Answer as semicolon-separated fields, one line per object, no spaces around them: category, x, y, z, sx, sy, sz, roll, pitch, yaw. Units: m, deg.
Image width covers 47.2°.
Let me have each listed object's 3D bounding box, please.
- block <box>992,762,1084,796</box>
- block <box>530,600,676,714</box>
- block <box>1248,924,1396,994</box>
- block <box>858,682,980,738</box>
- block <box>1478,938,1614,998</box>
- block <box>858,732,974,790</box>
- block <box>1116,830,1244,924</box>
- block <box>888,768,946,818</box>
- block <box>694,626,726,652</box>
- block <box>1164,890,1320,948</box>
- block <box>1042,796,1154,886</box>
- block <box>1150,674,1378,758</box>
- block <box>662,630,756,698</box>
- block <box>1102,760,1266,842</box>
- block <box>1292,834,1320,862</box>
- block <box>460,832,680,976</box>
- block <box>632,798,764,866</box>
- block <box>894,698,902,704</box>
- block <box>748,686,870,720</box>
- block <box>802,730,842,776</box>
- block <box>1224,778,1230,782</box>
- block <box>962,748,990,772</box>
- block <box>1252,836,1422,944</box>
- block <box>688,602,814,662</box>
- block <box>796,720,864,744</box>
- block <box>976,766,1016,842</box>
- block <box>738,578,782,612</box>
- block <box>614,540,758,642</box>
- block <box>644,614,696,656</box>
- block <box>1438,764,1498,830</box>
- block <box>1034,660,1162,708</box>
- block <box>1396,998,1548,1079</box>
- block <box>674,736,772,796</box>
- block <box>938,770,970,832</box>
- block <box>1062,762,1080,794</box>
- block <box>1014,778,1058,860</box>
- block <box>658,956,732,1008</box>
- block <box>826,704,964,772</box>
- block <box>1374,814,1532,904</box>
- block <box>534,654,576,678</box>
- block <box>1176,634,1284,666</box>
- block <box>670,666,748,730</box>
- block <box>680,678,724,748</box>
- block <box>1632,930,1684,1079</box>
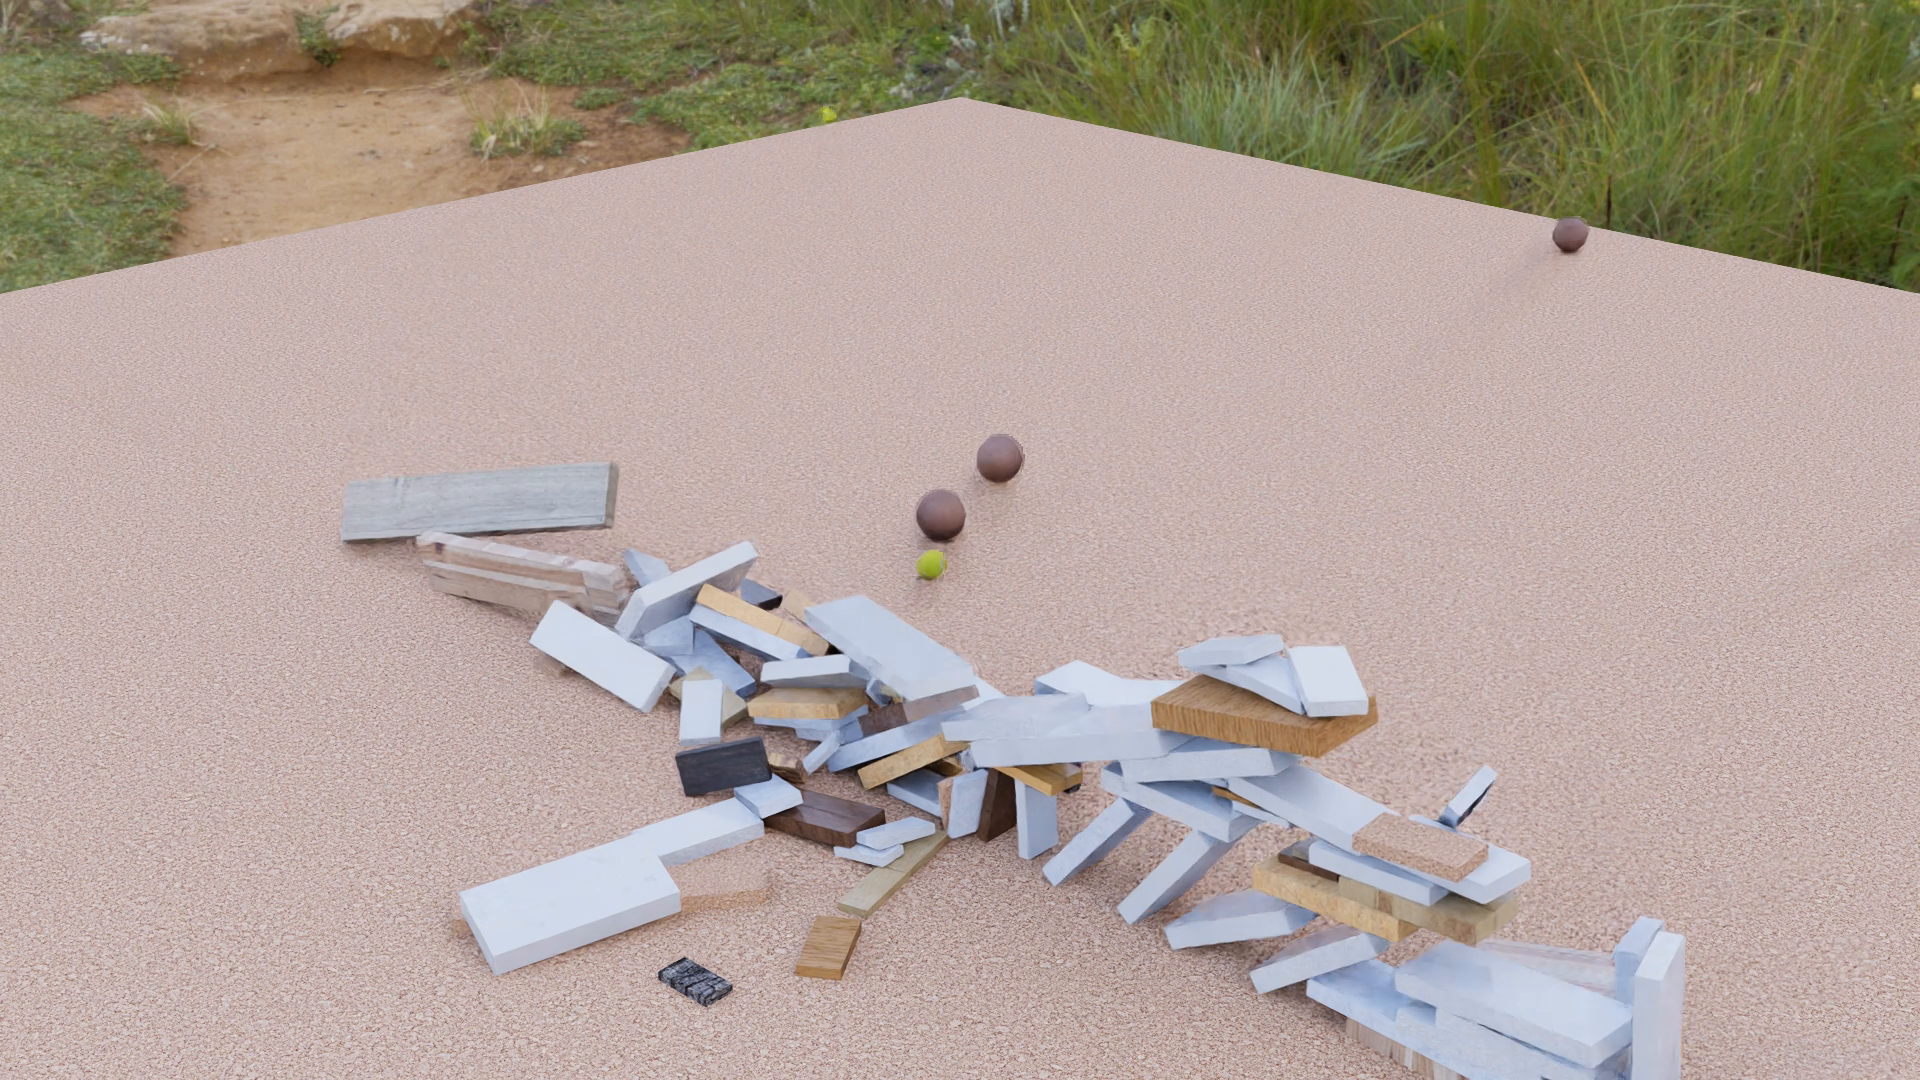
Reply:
block;0.143;0.438;4.242;0.088;0.025;0.176;-20;30;-39
block;-0.810;0.260;4.965;0.399;0.117;0.033;25;-10;36
block;0.653;0.706;3.812;0.150;0.043;0.301;-21;-8;-41
block;-0.088;0.341;4.483;0.159;0.045;0.318;-19;-3;-21
block;1.055;0.774;3.888;0.274;0.039;0.137;6;24;13
block;-0.059;0.429;4.462;0.159;0.045;0.318;-18;-7;-37
block;0.417;0.592;4.026;0.149;0.297;0.042;-21;67;-41
block;-0.054;0.516;4.484;0.093;0.026;0.186;-18;22;-36
block;-0.614;0.228;5.069;0.110;0.031;0.220;-13;49;-19
block;0.523;0.670;3.939;0.150;0.043;0.301;-21;1;-41
block;0.286;0.542;4.152;0.148;0.297;0.042;-23;71;-42
block;0.521;0.295;3.788;0.351;0.050;0.175;7;21;44
block;-0.566;0.292;4.948;0.110;0.031;0.220;-26;46;-29
block;0.416;0.452;3.972;0.148;0.042;0.297;-21;29;-40
block;0.638;0.540;3.768;0.061;0.017;0.121;-21;26;-40
block;-0.716;0.666;4.048;0.358;0.051;0.179;-16;40;-25
block;-0.518;0.581;4.350;0.233;0.033;0.117;-15;27;-32
block;-0.111;0.319;4.905;0.082;0.023;0.165;-30;28;11
block;-0.326;0.347;4.714;0.235;0.033;0.117;-2;14;32
block;-0.290;0.446;4.591;0.015;0.106;0.053;40;23;-17
block;0.514;0.427;3.851;0.048;0.014;0.095;-18;34;-39
block;0.045;0.482;4.385;0.093;0.186;0.026;-18;41;-36
block;0.666;0.593;3.755;0.150;0.043;0.301;-21;26;-40
block;-0.455;0.230;4.928;0.293;0.042;0.147;21;-12;27
block;-0.265;0.406;4.708;0.087;0.025;0.174;-19;12;-39
block;0.084;0.506;4.341;0.025;0.176;0.088;30;36;32
block;-0.543;0.132;5.411;0.104;0.029;0.207;-20;30;-39
block;-0.616;0.115;4.960;0.319;0.160;0.045;-26;73;-38
block;-0.663;0.186;5.034;0.110;0.031;0.220;-4;35;-2
block;0.854;0.449;3.730;0.028;0.196;0.098;42;76;16
block;0.311;0.343;4.773;0.140;0.040;0.279;-21;31;-40
block;0.864;0.809;3.610;0.261;0.037;0.131;19;29;37
block;-0.484;0.463;4.497;0.181;0.090;0.026;-12;15;9
block;-0.002;0.520;4.338;0.070;0.140;0.020;-23;42;-18
block;0.159;0.434;4.591;0.032;0.114;0.229;-20;30;-38
block;0.150;0.526;4.292;0.025;0.176;0.088;15;27;41
block;-0.469;0.782;3.894;0.126;0.018;0.063;19;30;38
block;-0.134;0.409;4.529;0.159;0.045;0.318;-18;-4;-36
block;0.802;0.521;3.605;0.119;0.034;0.238;-18;24;-35
block;-0.898;0.271;5.093;0.081;0.023;0.163;15;28;34
block;0.474;0.194;3.867;0.091;0.026;0.183;-18;5;-32
block;-0.550;0.349;4.834;0.087;0.025;0.174;-34;50;-29
block;-0.560;0.374;4.770;0.087;0.025;0.174;-4;42;0
block;1.078;0.764;3.402;0.040;0.280;0.140;7;24;30
